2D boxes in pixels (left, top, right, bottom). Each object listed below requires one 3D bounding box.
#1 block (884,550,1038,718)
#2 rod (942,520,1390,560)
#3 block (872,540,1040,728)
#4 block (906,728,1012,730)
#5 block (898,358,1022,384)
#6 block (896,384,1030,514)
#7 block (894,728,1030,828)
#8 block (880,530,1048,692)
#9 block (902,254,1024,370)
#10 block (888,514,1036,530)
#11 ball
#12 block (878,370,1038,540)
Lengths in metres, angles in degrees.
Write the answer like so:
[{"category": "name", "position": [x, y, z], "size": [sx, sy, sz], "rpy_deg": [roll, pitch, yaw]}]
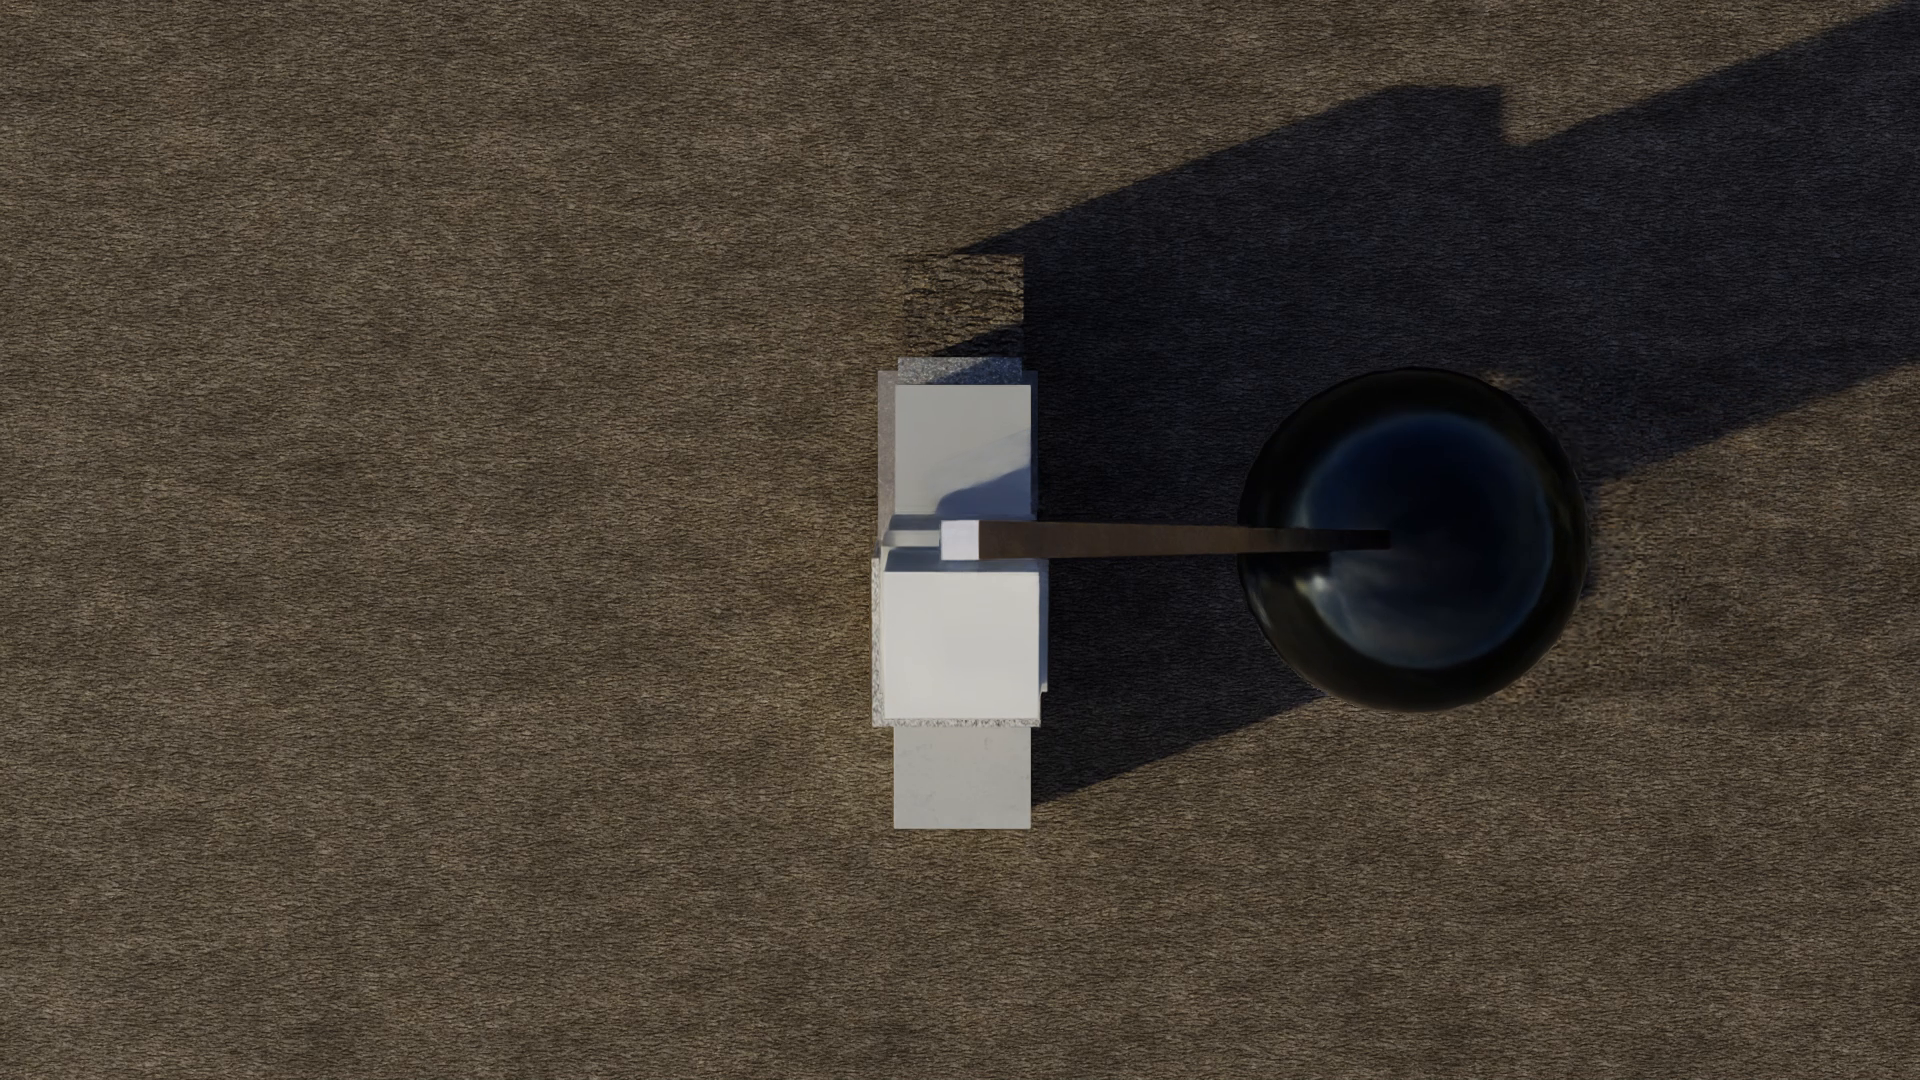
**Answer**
[{"category": "block", "position": [0.006, 0.383, 9.198], "size": [0.623, 0.641, 0.601], "rpy_deg": [0, 98, 0]}, {"category": "rod", "position": [0.899, 0.000, 6.954], "size": [0.080, 5.200, 0.080], "rpy_deg": [0, 90, 20]}, {"category": "block", "position": [-0.017, 0.464, 11.208], "size": [0.834, 0.697, 0.844], "rpy_deg": [0, 98, 0]}, {"category": "block", "position": [-0.006, 0.720, 11.908], "size": [0.562, 0.532, 0.567], "rpy_deg": [0, 90, 0]}, {"category": "block", "position": [-0.001, -0.616, 11.769], "size": [0.641, 0.652, 0.666], "rpy_deg": [0, 90, 0]}, {"category": "block", "position": [0.015, -0.427, 11.141], "size": [0.667, 0.603, 0.674], "rpy_deg": [0, 90, 0]}, {"category": "block", "position": [0.013, 1.198, 12.587], "size": [0.756, 0.826, 0.799], "rpy_deg": [0, 90, 0]}, {"category": "block", "position": [0.020, 0.306, 9.804], "size": [0.723, 0.581, 0.637], "rpy_deg": [0, 98, 0]}, {"category": "block", "position": [0.017, -1.269, 12.650], "size": [0.675, 0.700, 0.656], "rpy_deg": [0, 90, 0]}, {"category": "block", "position": [0.016, 0.220, 10.454], "size": [0.704, 0.731, 0.595], "rpy_deg": [0, 98, 0]}, {"category": "ball", "position": [2.074, 0.000, 10.144], "size": [1.600, 1.600, 1.600], "rpy_deg": [0, 90, 0]}, {"category": "block", "position": [-0.011, -0.450, 12.547], "size": [0.879, 0.905, 0.963], "rpy_deg": [0, 90, 0]}]
